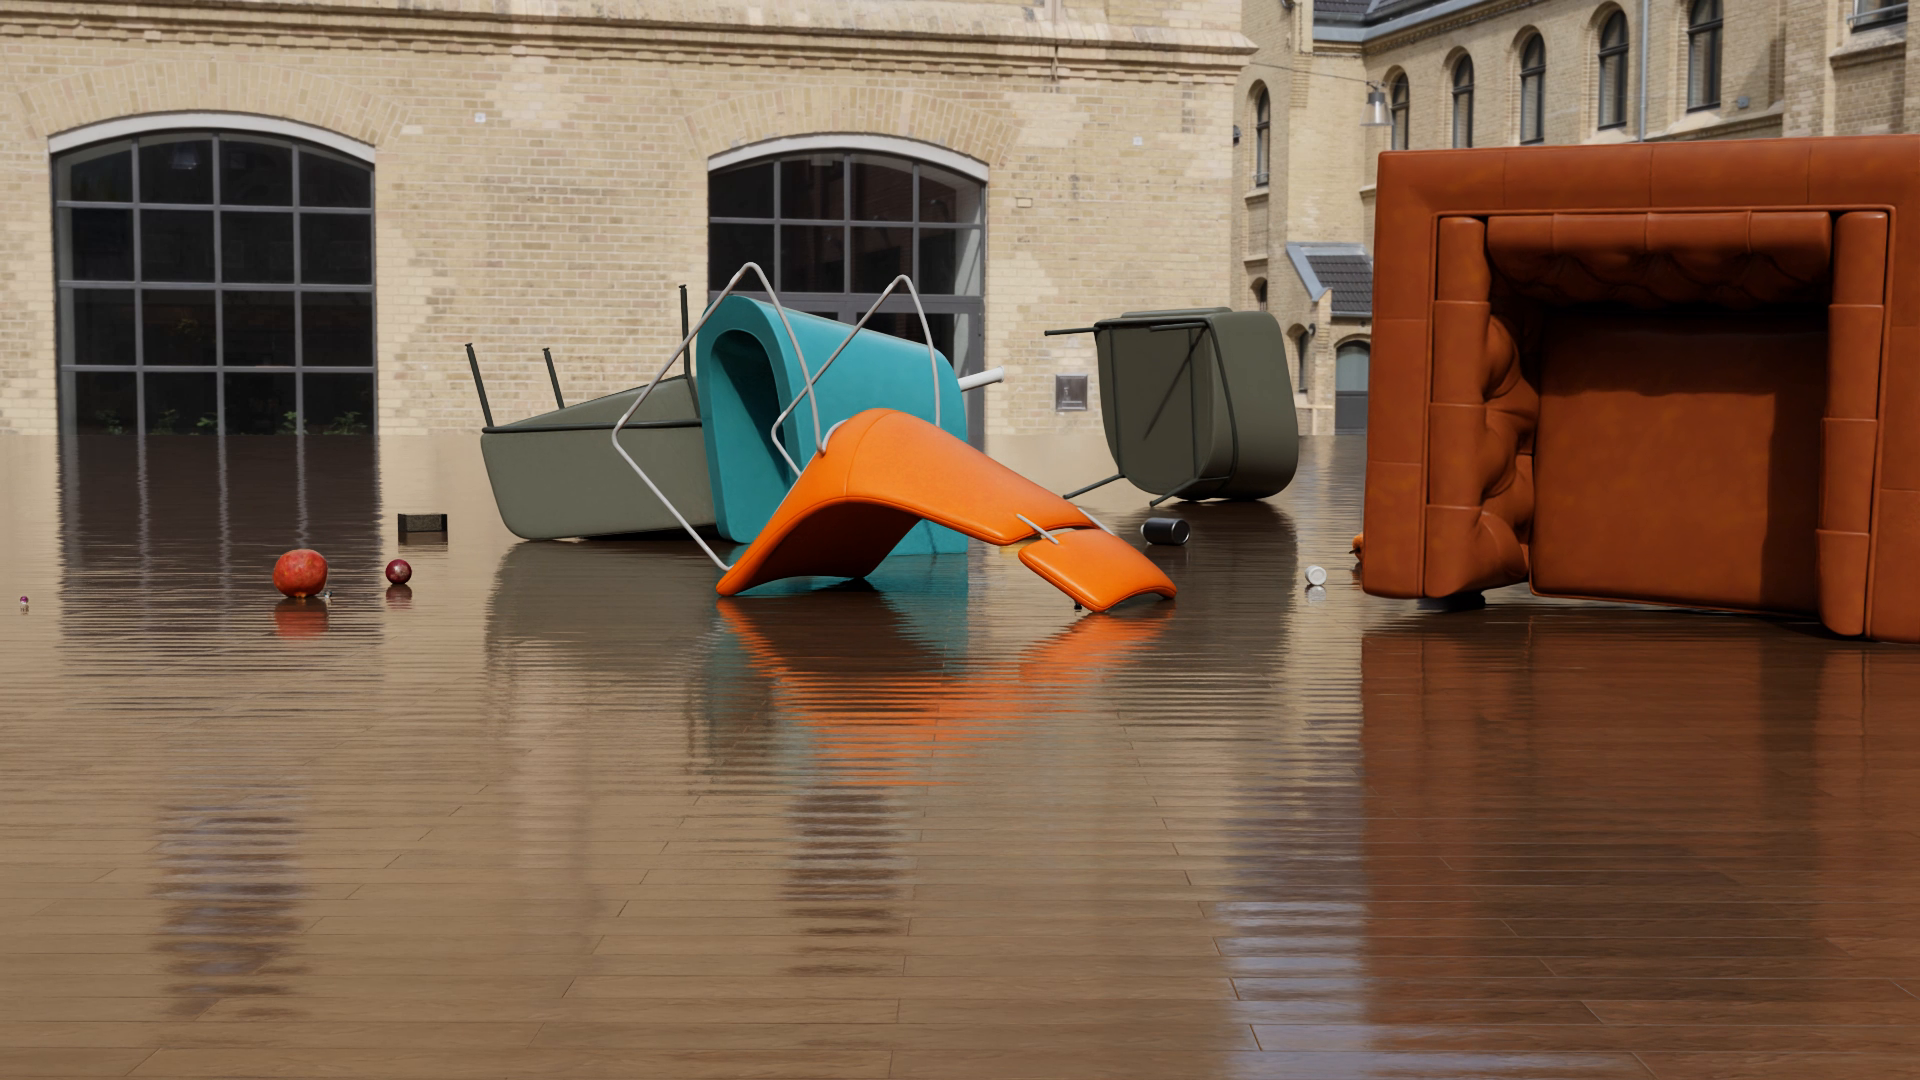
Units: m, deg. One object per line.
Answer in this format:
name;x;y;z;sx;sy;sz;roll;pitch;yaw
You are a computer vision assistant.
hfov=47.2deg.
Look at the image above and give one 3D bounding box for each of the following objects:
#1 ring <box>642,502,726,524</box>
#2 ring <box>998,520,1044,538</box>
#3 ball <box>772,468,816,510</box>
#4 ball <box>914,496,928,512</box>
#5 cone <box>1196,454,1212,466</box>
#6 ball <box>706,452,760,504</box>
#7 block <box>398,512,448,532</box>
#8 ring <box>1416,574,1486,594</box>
ring;-0.930;-0.091;7.418;0.275;0.062;0.295;3;4;26
ring;0.188;-0.034;6.683;0.112;0.049;0.196;4;5;33
ball;-0.618;-0.191;8.159;0.160;0.160;0.160;0;4;0
ball;-0.143;-0.133;8.082;0.054;0.054;0.054;0;4;0
cone;1.412;-0.454;12.924;0.098;0.065;0.098;19;35;40
ball;-0.877;-0.241;8.527;0.209;0.209;0.209;0;4;0
block;-1.701;-0.056;6.961;0.128;0.055;0.112;-2;4;-29
ring;1.082;0.099;4.843;0.150;0.036;0.116;3;7;12
